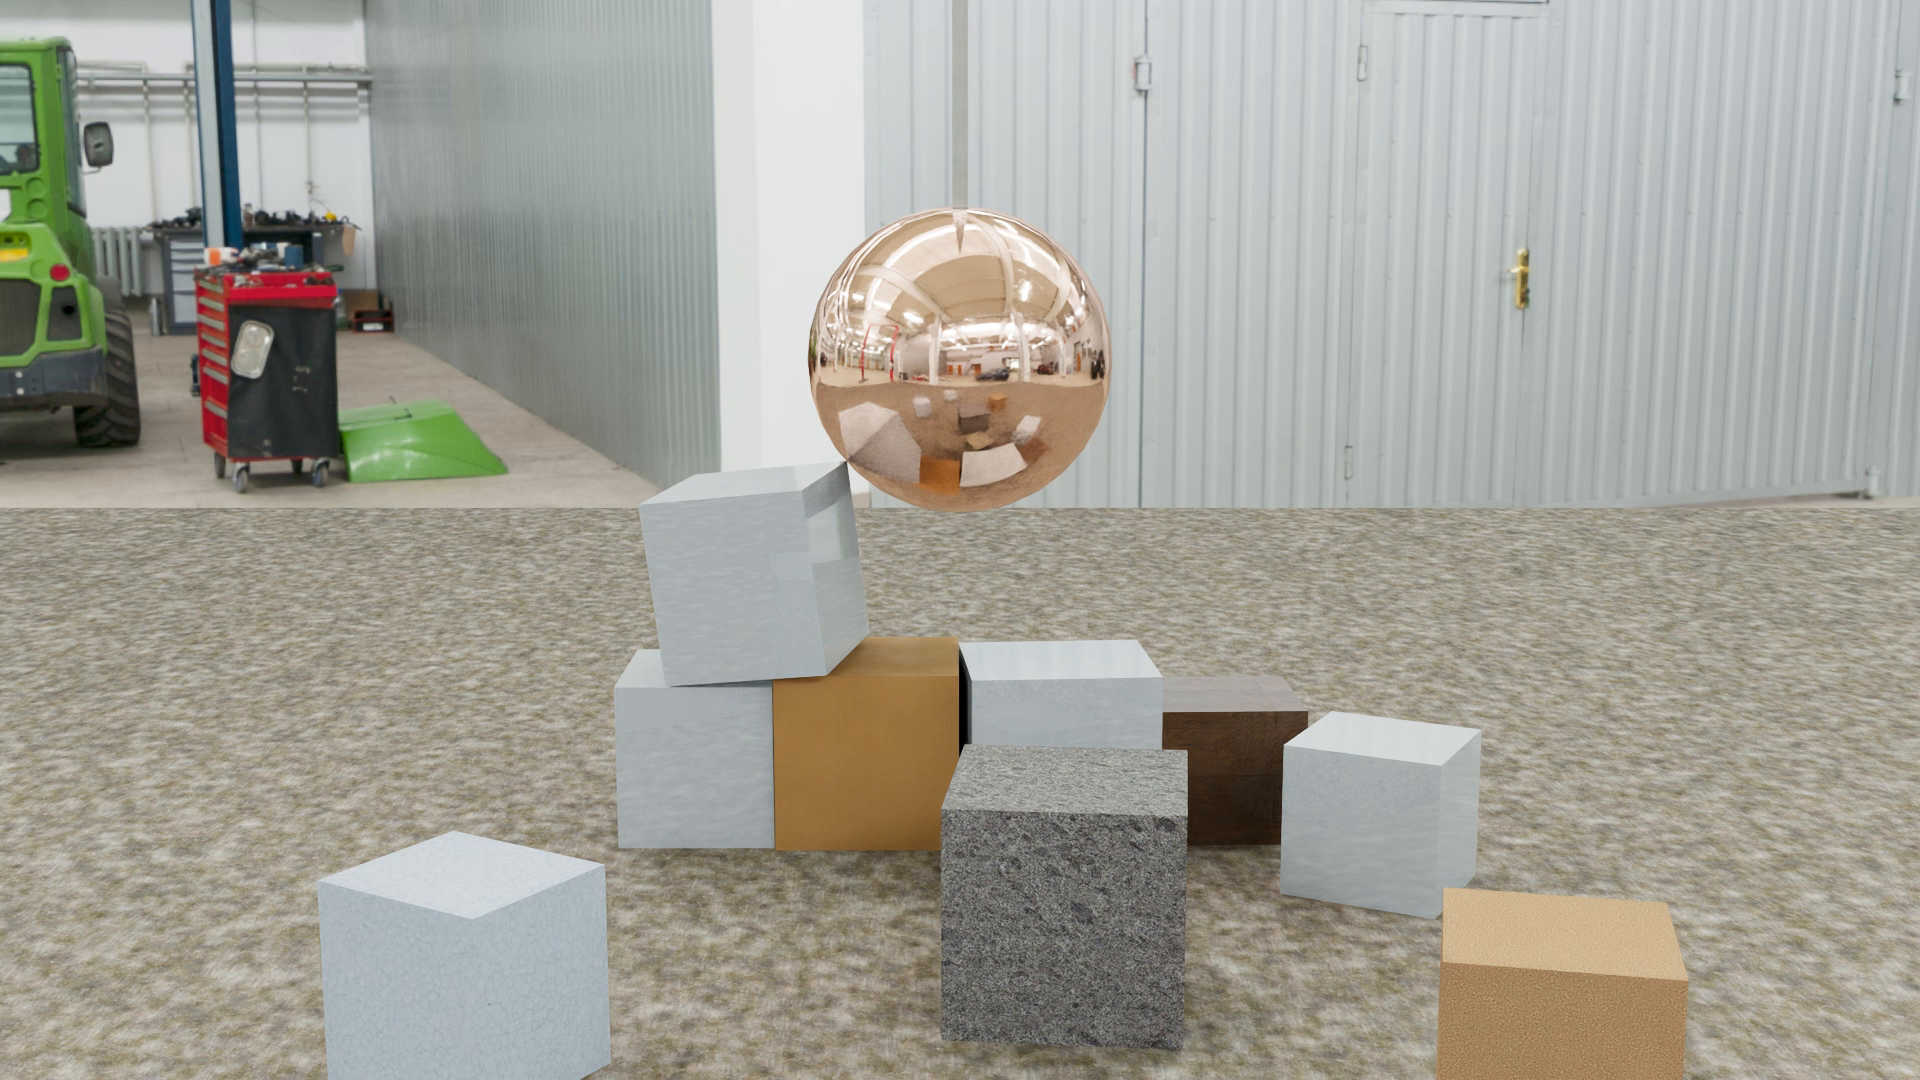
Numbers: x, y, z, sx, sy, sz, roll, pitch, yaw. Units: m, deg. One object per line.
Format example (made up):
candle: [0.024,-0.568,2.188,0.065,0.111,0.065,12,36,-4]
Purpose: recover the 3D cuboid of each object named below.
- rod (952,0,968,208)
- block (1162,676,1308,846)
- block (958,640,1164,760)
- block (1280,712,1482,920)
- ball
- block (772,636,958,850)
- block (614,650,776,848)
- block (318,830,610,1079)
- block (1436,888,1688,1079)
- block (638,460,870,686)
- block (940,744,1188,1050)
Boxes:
rod: [0.000,-4.224,10.634,0.080,5.200,0.080,0,15,0]
block: [1.344,1.133,11.392,0.766,0.695,0.733,0,10,-2]
block: [0.491,1.058,11.154,0.934,0.928,0.820,-1,10,-4]
block: [2.003,1.288,10.451,0.746,0.726,0.699,5,12,27]
ball: [0.000,-0.942,11.520,1.600,1.600,1.600,0,10,0]
block: [-0.467,1.035,11.363,0.918,0.897,0.873,0,10,0]
block: [-1.323,1.066,11.381,0.785,0.831,0.826,0,10,0]
block: [-1.865,1.639,8.317,0.786,0.799,0.703,6,12,31]
block: [2.099,1.751,7.774,0.793,0.773,0.772,2,11,12]
block: [-1.024,0.158,11.155,0.837,0.921,0.862,-5,11,13]
block: [0.446,1.435,9.016,0.951,0.950,0.936,1,10,6]
